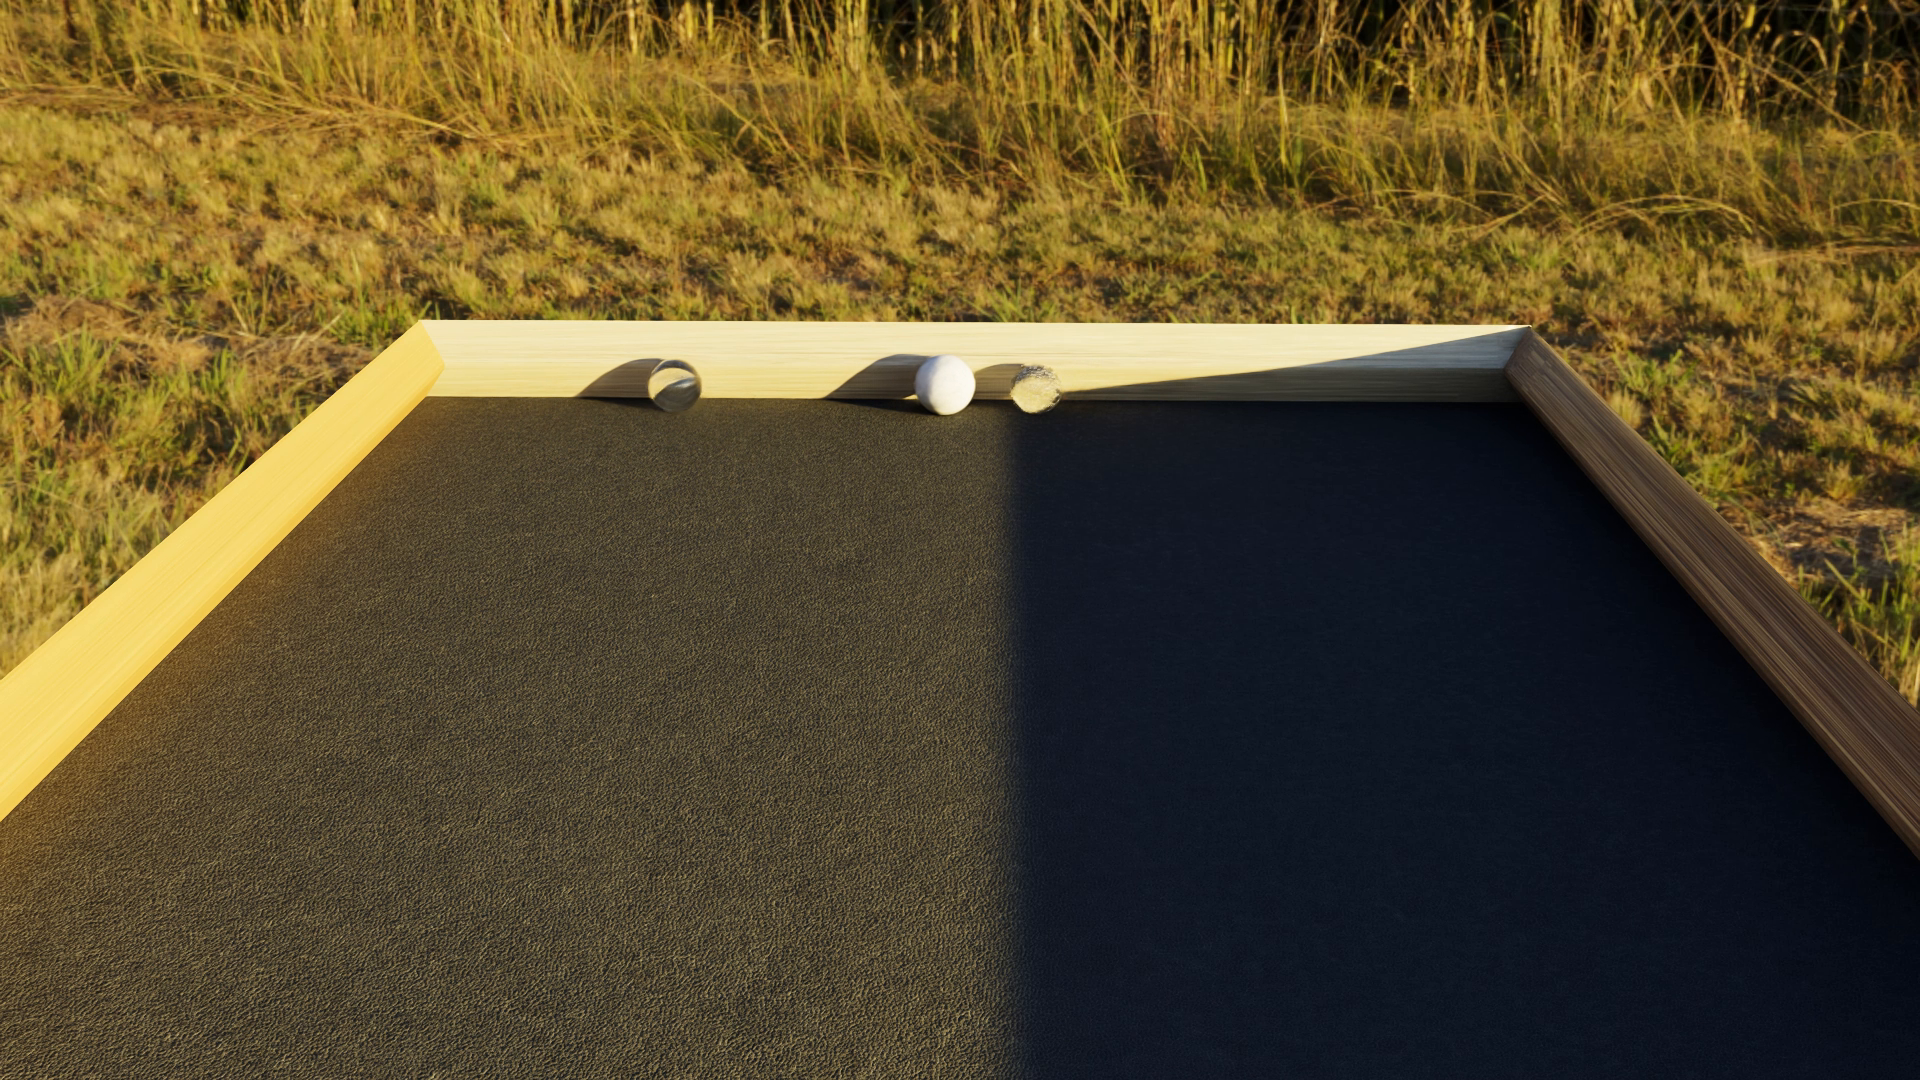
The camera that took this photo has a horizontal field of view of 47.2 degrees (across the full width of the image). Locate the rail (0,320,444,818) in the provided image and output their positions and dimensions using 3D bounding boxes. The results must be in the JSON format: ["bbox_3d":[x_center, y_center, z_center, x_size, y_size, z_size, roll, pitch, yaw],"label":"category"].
[{"bbox_3d":[-0.829,0.226,1.822,0.045,0.117,3.193,0,18,1],"label":"rail"}]

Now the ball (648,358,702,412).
[{"bbox_3d":[-0.422,-0.229,3.258,0.080,0.080,0.080,0,18,0],"label":"ball"}]

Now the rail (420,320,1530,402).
[{"bbox_3d":[0.017,-0.263,3.298,1.670,0.117,0.045,0,18,1],"label":"rail"}]

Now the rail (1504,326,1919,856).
[{"bbox_3d":[0.793,0.237,1.788,0.045,0.117,3.193,0,18,1],"label":"rail"}]

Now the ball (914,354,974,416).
[{"bbox_3d":[-0.023,-0.229,3.241,0.090,0.090,0.090,0,18,0],"label":"ball"}]

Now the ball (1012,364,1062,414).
[{"bbox_3d":[0.114,-0.223,3.246,0.075,0.075,0.075,0,18,0],"label":"ball"}]
